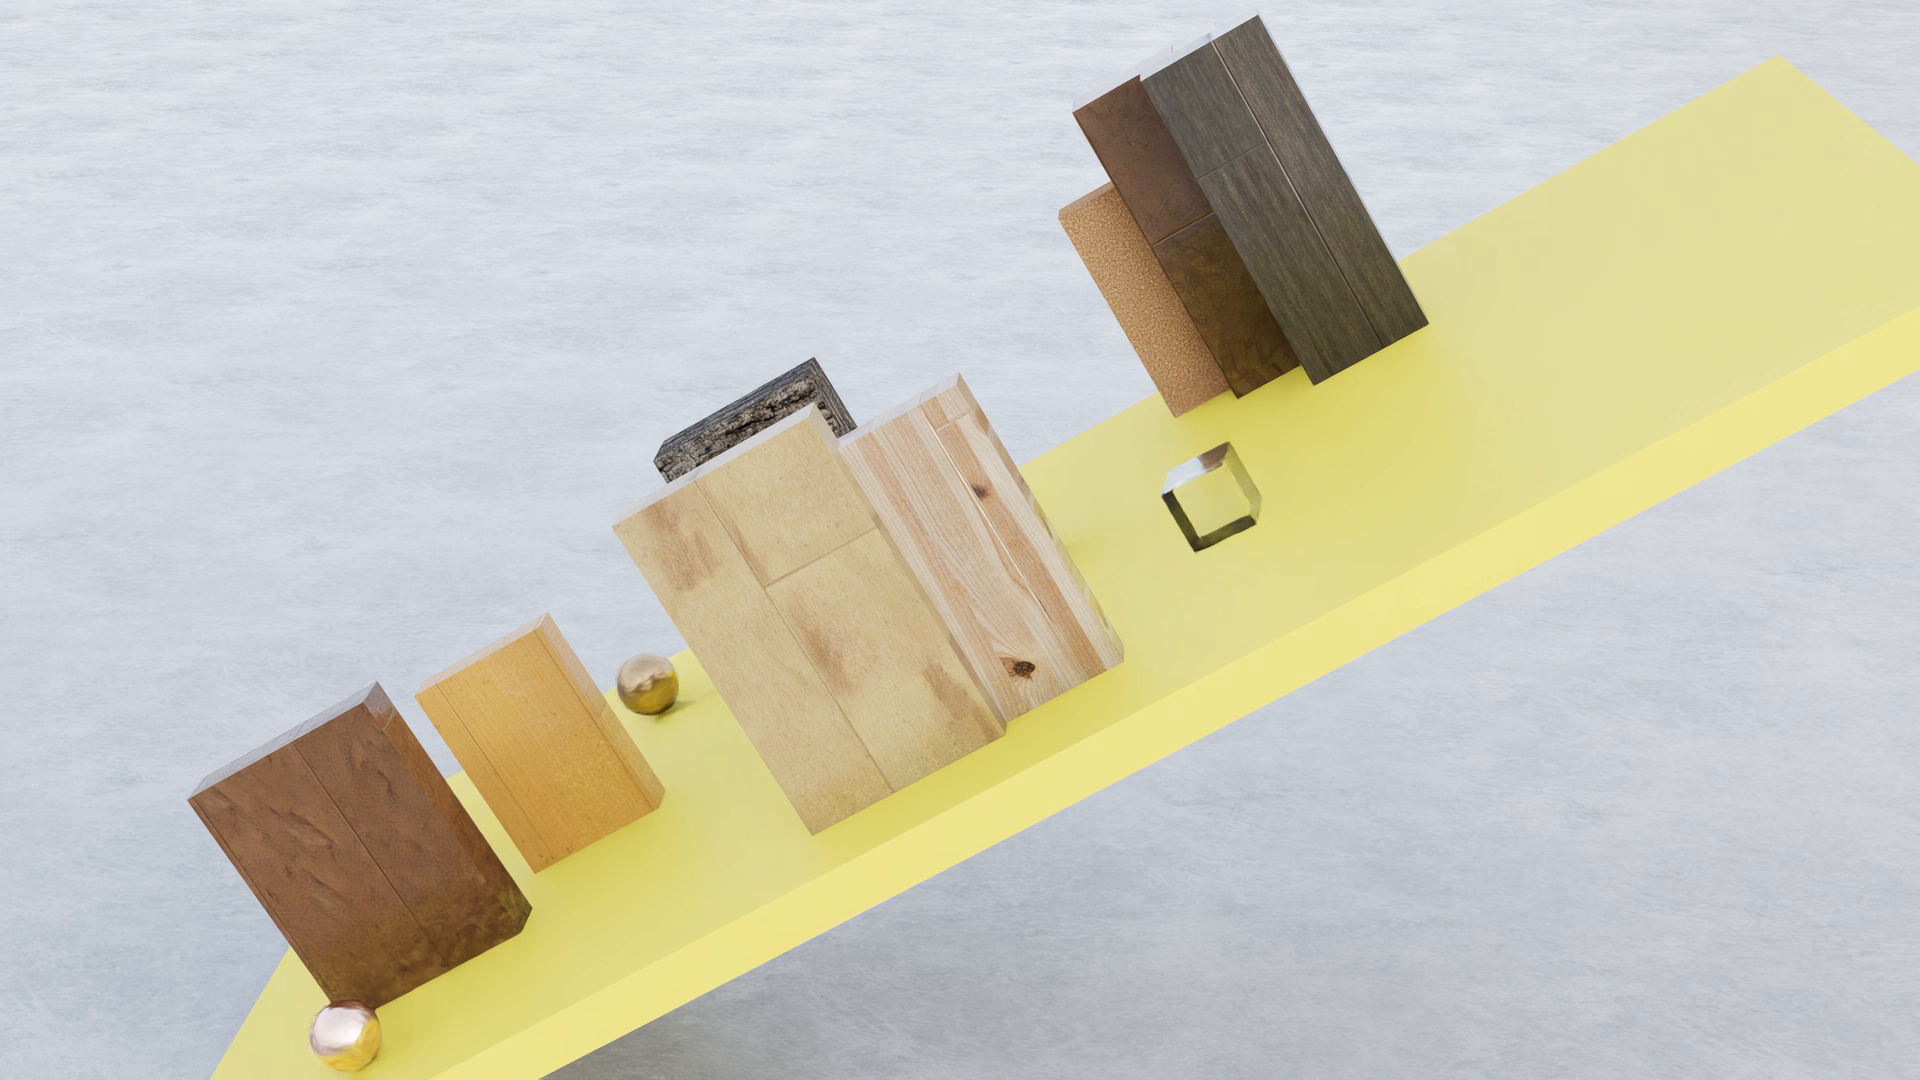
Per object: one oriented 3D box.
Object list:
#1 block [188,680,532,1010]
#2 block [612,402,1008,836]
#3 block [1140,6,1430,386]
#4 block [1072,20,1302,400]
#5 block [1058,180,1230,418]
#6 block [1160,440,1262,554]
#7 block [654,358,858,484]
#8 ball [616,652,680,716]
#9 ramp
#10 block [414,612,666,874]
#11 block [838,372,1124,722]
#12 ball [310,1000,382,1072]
[{"bbox_3d":[-1.242,0.654,6.111,0.443,0.588,0.117,-28,15,12],"label":"block"},{"bbox_3d":[-0.277,0.155,5.541,0.429,0.716,0.102,-28,15,12],"label":"block"},{"bbox_3d":[0.707,-0.744,6.400,0.285,0.775,0.125,-28,15,12],"label":"block"},{"bbox_3d":[0.600,-0.741,6.641,0.364,0.759,0.146,-28,15,12],"label":"block"},{"bbox_3d":[0.496,-0.594,6.792,0.306,0.545,0.100,-28,15,12],"label":"block"},{"bbox_3d":[0.506,-0.086,5.904,0.140,0.140,0.140,-26,15,20],"label":"block"},{"bbox_3d":[-0.318,-0.014,6.333,0.384,0.642,0.150,-28,15,12],"label":"block"},{"bbox_3d":[-0.742,0.344,6.998,0.150,0.150,0.150,0,19,0],"label":"ball"},{"bbox_3d":[0.142,0.168,6.285,4.000,0.100,2.000,-28,15,12],"label":"ramp"},{"bbox_3d":[-0.904,0.441,6.352,0.323,0.476,0.094,-28,15,12],"label":"block"},{"bbox_3d":[-0.006,0.045,5.545,0.372,0.623,0.089,-28,15,12],"label":"block"},{"bbox_3d":[-1.223,0.987,5.859,0.144,0.144,0.144,0,19,0],"label":"ball"}]
